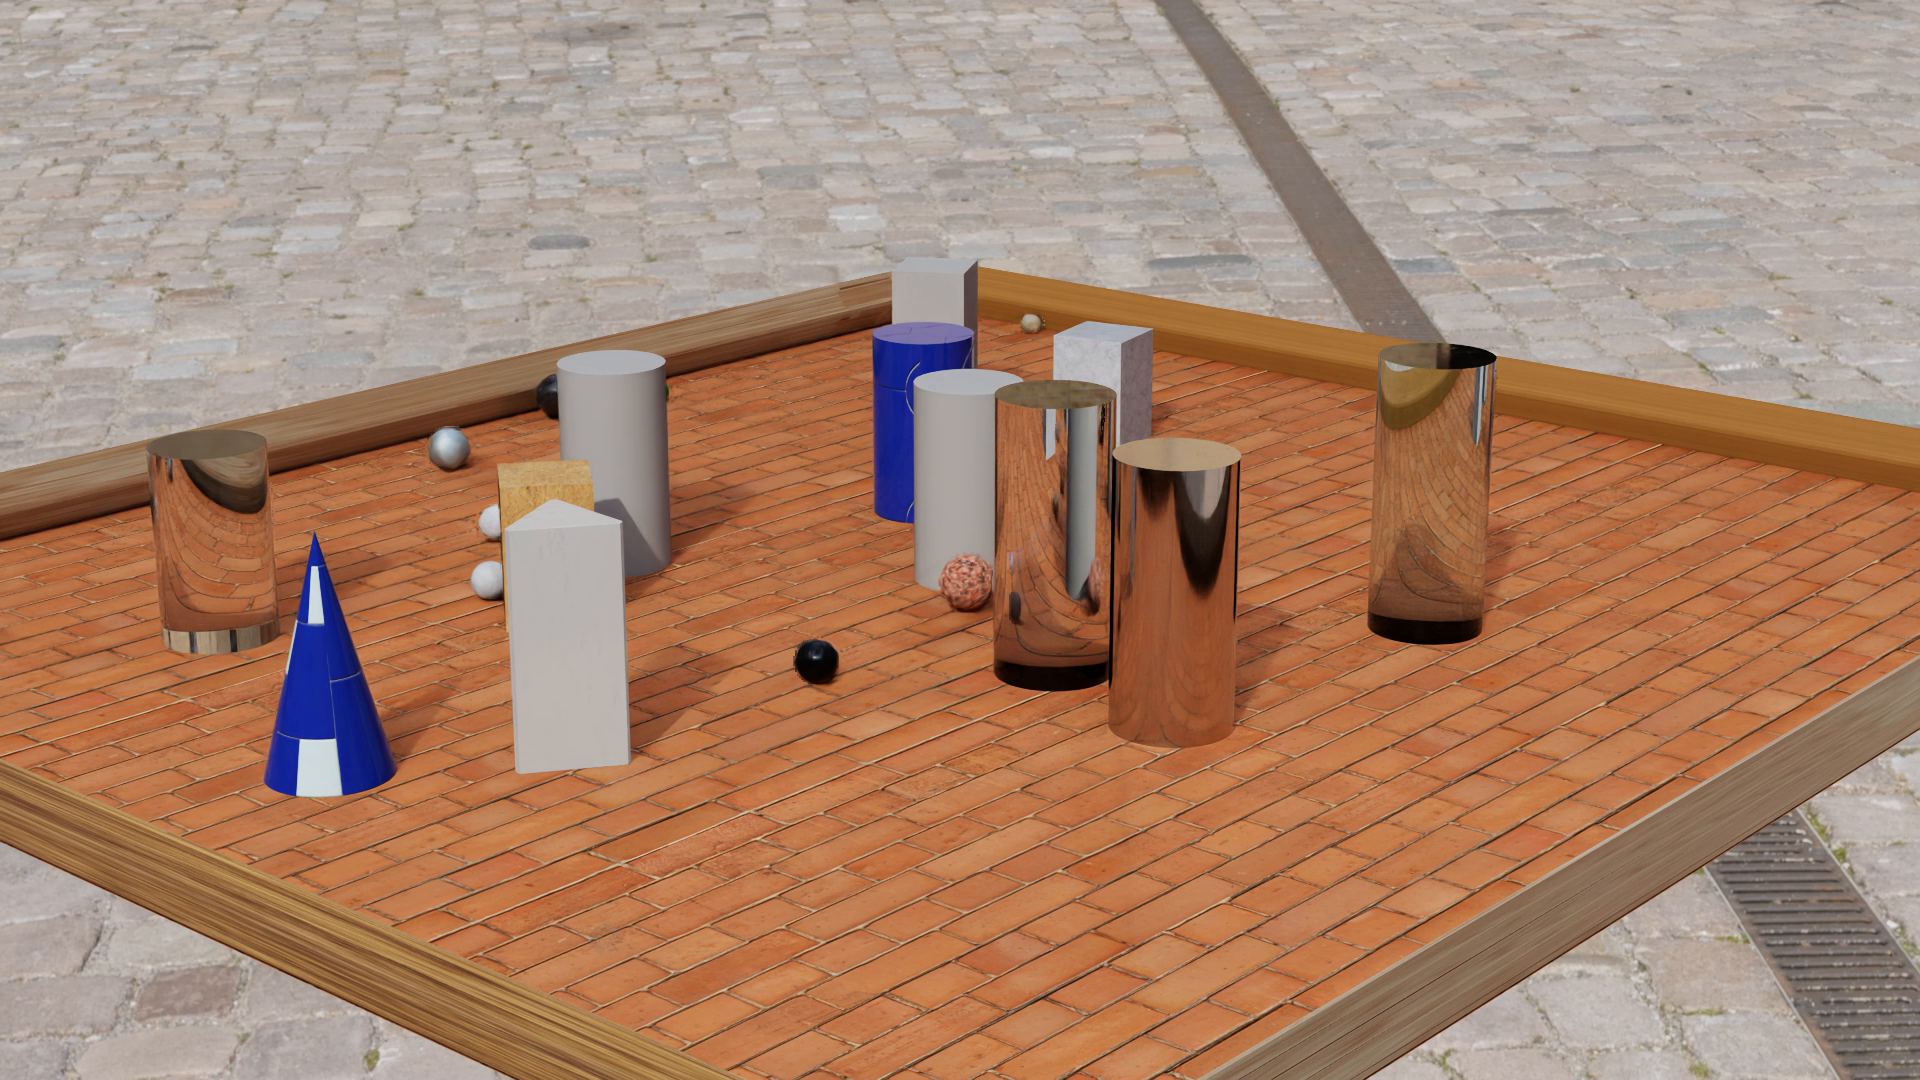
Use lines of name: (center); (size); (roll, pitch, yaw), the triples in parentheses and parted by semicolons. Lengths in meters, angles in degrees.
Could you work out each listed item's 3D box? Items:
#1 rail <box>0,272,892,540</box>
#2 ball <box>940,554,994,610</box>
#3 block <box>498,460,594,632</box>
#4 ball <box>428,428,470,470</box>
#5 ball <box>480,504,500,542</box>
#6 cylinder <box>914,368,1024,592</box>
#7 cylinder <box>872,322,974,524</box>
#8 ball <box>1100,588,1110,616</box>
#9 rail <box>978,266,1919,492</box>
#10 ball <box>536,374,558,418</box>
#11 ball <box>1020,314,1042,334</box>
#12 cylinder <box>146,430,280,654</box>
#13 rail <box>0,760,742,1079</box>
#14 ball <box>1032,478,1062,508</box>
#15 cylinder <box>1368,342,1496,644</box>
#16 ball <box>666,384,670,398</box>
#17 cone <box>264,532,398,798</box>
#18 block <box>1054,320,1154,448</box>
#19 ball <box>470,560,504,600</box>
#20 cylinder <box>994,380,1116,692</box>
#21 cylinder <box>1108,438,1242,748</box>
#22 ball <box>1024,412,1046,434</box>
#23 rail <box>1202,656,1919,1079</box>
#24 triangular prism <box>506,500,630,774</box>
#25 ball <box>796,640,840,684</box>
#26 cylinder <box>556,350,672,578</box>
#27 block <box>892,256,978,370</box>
rail: (-1.158, -0.259, 6.083); (0.045, 0.125, 3.445); (14, 22, 39)
ball: (0.012, 0.073, 5.035); (0.096, 0.096, 0.096); (0, 17, 0)
block: (-0.701, 0.009, 4.979); (0.154, 0.252, 0.154); (-3, 17, -10)
ball: (-1.029, -0.183, 5.903); (0.085, 0.085, 0.085); (0, 17, 0)
ball: (-0.857, -0.031, 5.431); (0.068, 0.068, 0.068); (0, 17, 0)
cylinder: (0.015, -0.105, 5.173); (0.193, 0.358, 0.193); (0, 17, 0)
cylinder: (-0.070, -0.225, 5.587); (0.193, 0.347, 0.193); (0, 17, 0)
ball: (0.266, 0.106, 5.002); (0.052, 0.052, 0.052); (0, 17, 0)
rail: (1.114, -0.339, 6.348); (3.114, 0.125, 0.045); (14, 22, 39)
ball: (-0.865, -0.311, 6.311); (0.094, 0.094, 0.094); (0, 17, 0)
ball: (0.172, -0.523, 7.088); (0.050, 0.050, 0.050); (0, 17, 0)
cylinder: (-1.238, 0.002, 4.865); (0.193, 0.332, 0.193); (0, 17, 0)
rail: (-1.114, 0.402, 3.892); (3.114, 0.125, 0.045); (14, 22, 39)
ball: (0.169, -0.091, 5.648); (0.057, 0.057, 0.057); (0, 17, 0)
cylinder: (0.786, -0.078, 4.891); (0.193, 0.469, 0.193); (0, 17, 0)
ball: (-0.663, -0.328, 6.450); (0.046, 0.046, 0.046); (0, 17, 0)
cone: (-0.925, 0.164, 4.255); (0.193, 0.372, 0.193); (0, 17, 0)
block: (0.298, -0.320, 6.105); (0.154, 0.232, 0.154); (9, 19, 27)
ball: (-0.816, 0.070, 5.095); (0.068, 0.068, 0.068); (0, 17, 0)
cylinder: (0.150, -0.008, 4.673); (0.193, 0.461, 0.193); (0, 17, 0)
cylinder: (0.324, 0.078, 4.438); (0.193, 0.432, 0.193); (0, 17, 0)
ball: (0.157, -0.246, 6.177); (0.047, 0.047, 0.047); (0, 17, 0)
rail: (1.158, 0.322, 4.158); (0.045, 0.125, 3.445); (14, 22, 39)
triangular prism: (-0.587, 0.138, 4.341); (0.167, 0.373, 0.145); (-4, 17, -13)
ball: (-0.228, 0.194, 4.681); (0.070, 0.070, 0.070); (0, 17, 0)
cylinder: (-0.619, -0.138, 5.258); (0.193, 0.371, 0.193); (0, 17, 0)
block: (-0.053, -0.424, 6.274); (0.154, 0.333, 0.154); (3, 17, 11)
